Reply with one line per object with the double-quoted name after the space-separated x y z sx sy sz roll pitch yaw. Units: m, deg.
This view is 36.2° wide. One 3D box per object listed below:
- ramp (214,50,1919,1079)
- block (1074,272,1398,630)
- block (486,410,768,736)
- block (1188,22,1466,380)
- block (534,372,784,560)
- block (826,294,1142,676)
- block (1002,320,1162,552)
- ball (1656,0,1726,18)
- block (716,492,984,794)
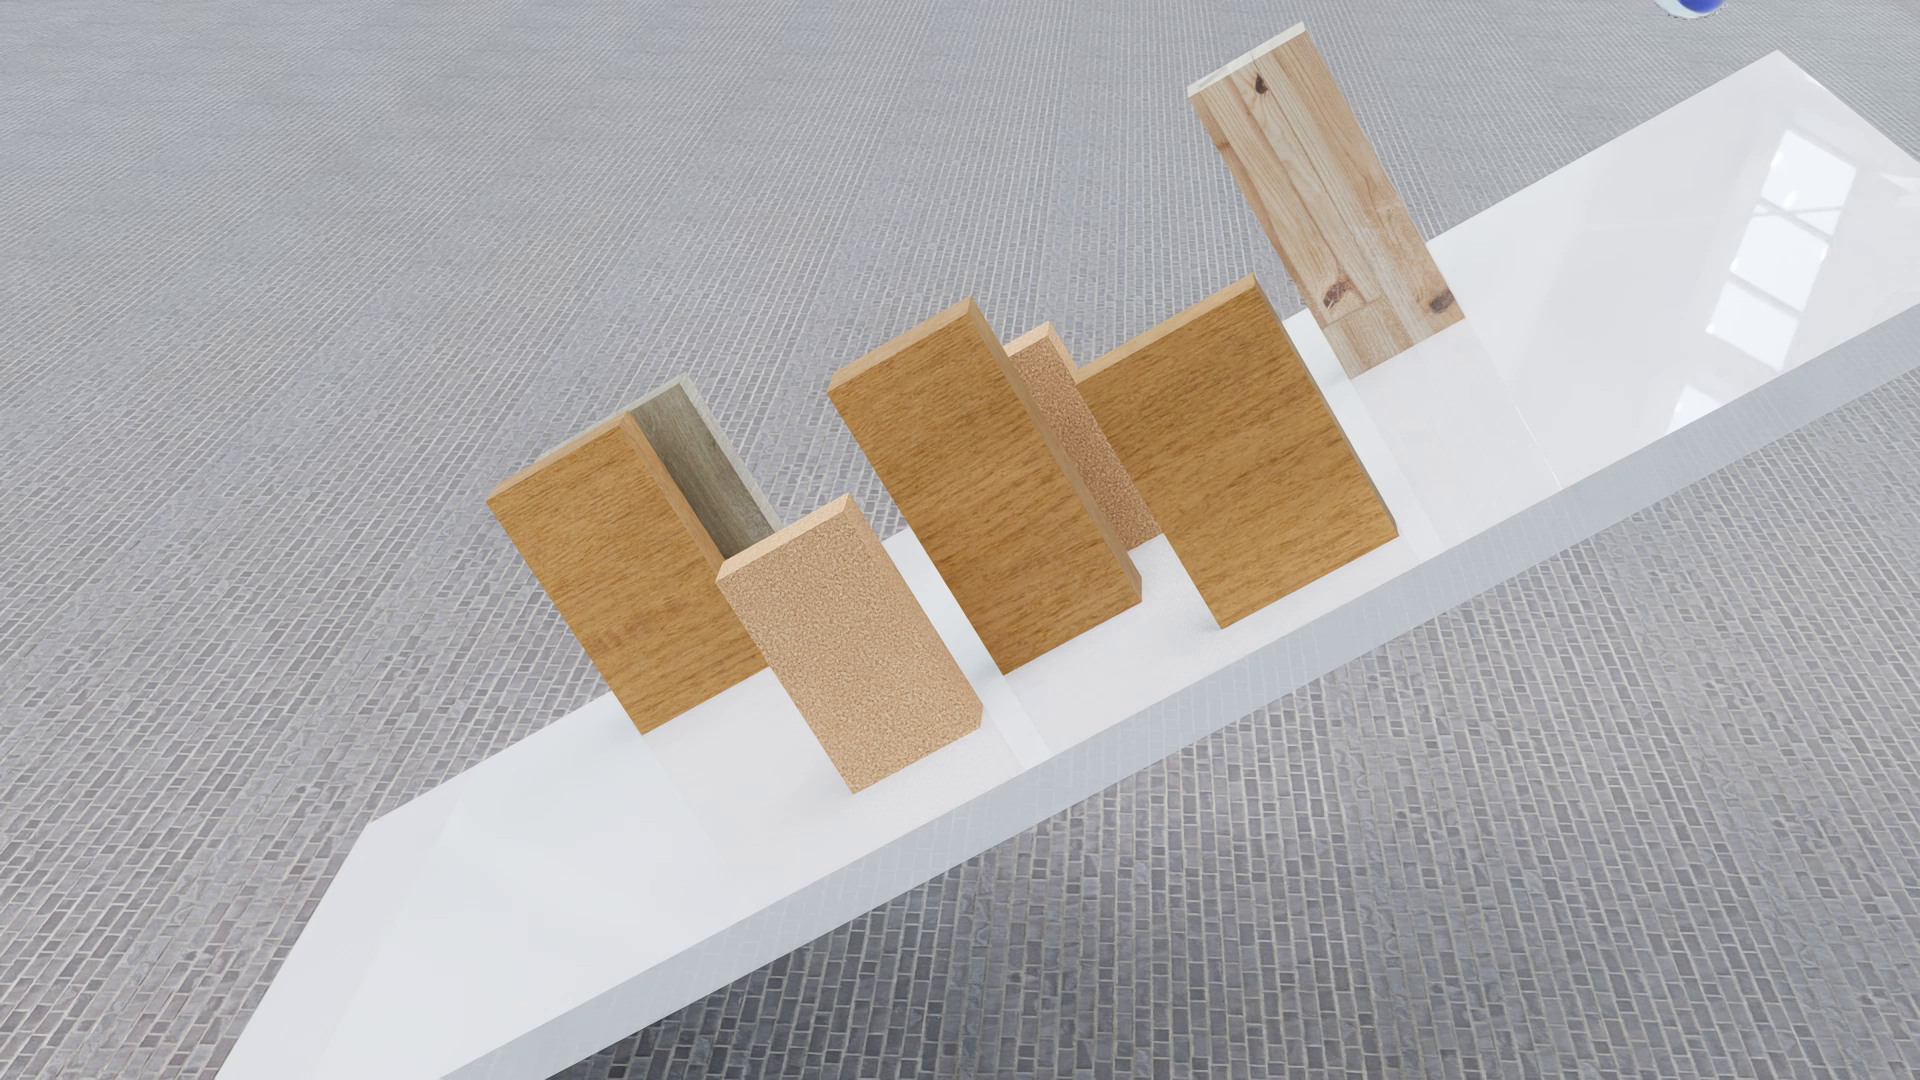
0.142 0.168 6.286 4.000 0.100 2.000 -29 15 12 "ramp"
0.504 -0.158 5.345 0.367 0.538 0.101 -29 15 12 "block"
-0.760 0.080 6.879 0.369 0.670 0.126 -29 15 12 "block"
0.783 -0.722 6.284 0.279 0.709 0.129 -29 15 12 "block"
-0.668 -0.016 7.045 0.422 0.651 0.102 -29 15 12 "block"
0.054 -0.105 5.813 0.317 0.676 0.146 -29 15 12 "block"
0.150 -0.152 6.149 0.363 0.486 0.120 -29 15 12 "block"
1.499 -1.160 6.019 0.181 0.181 0.181 0 19 0 "ball"
-0.210 0.202 5.683 0.288 0.506 0.116 -29 15 12 "block"
